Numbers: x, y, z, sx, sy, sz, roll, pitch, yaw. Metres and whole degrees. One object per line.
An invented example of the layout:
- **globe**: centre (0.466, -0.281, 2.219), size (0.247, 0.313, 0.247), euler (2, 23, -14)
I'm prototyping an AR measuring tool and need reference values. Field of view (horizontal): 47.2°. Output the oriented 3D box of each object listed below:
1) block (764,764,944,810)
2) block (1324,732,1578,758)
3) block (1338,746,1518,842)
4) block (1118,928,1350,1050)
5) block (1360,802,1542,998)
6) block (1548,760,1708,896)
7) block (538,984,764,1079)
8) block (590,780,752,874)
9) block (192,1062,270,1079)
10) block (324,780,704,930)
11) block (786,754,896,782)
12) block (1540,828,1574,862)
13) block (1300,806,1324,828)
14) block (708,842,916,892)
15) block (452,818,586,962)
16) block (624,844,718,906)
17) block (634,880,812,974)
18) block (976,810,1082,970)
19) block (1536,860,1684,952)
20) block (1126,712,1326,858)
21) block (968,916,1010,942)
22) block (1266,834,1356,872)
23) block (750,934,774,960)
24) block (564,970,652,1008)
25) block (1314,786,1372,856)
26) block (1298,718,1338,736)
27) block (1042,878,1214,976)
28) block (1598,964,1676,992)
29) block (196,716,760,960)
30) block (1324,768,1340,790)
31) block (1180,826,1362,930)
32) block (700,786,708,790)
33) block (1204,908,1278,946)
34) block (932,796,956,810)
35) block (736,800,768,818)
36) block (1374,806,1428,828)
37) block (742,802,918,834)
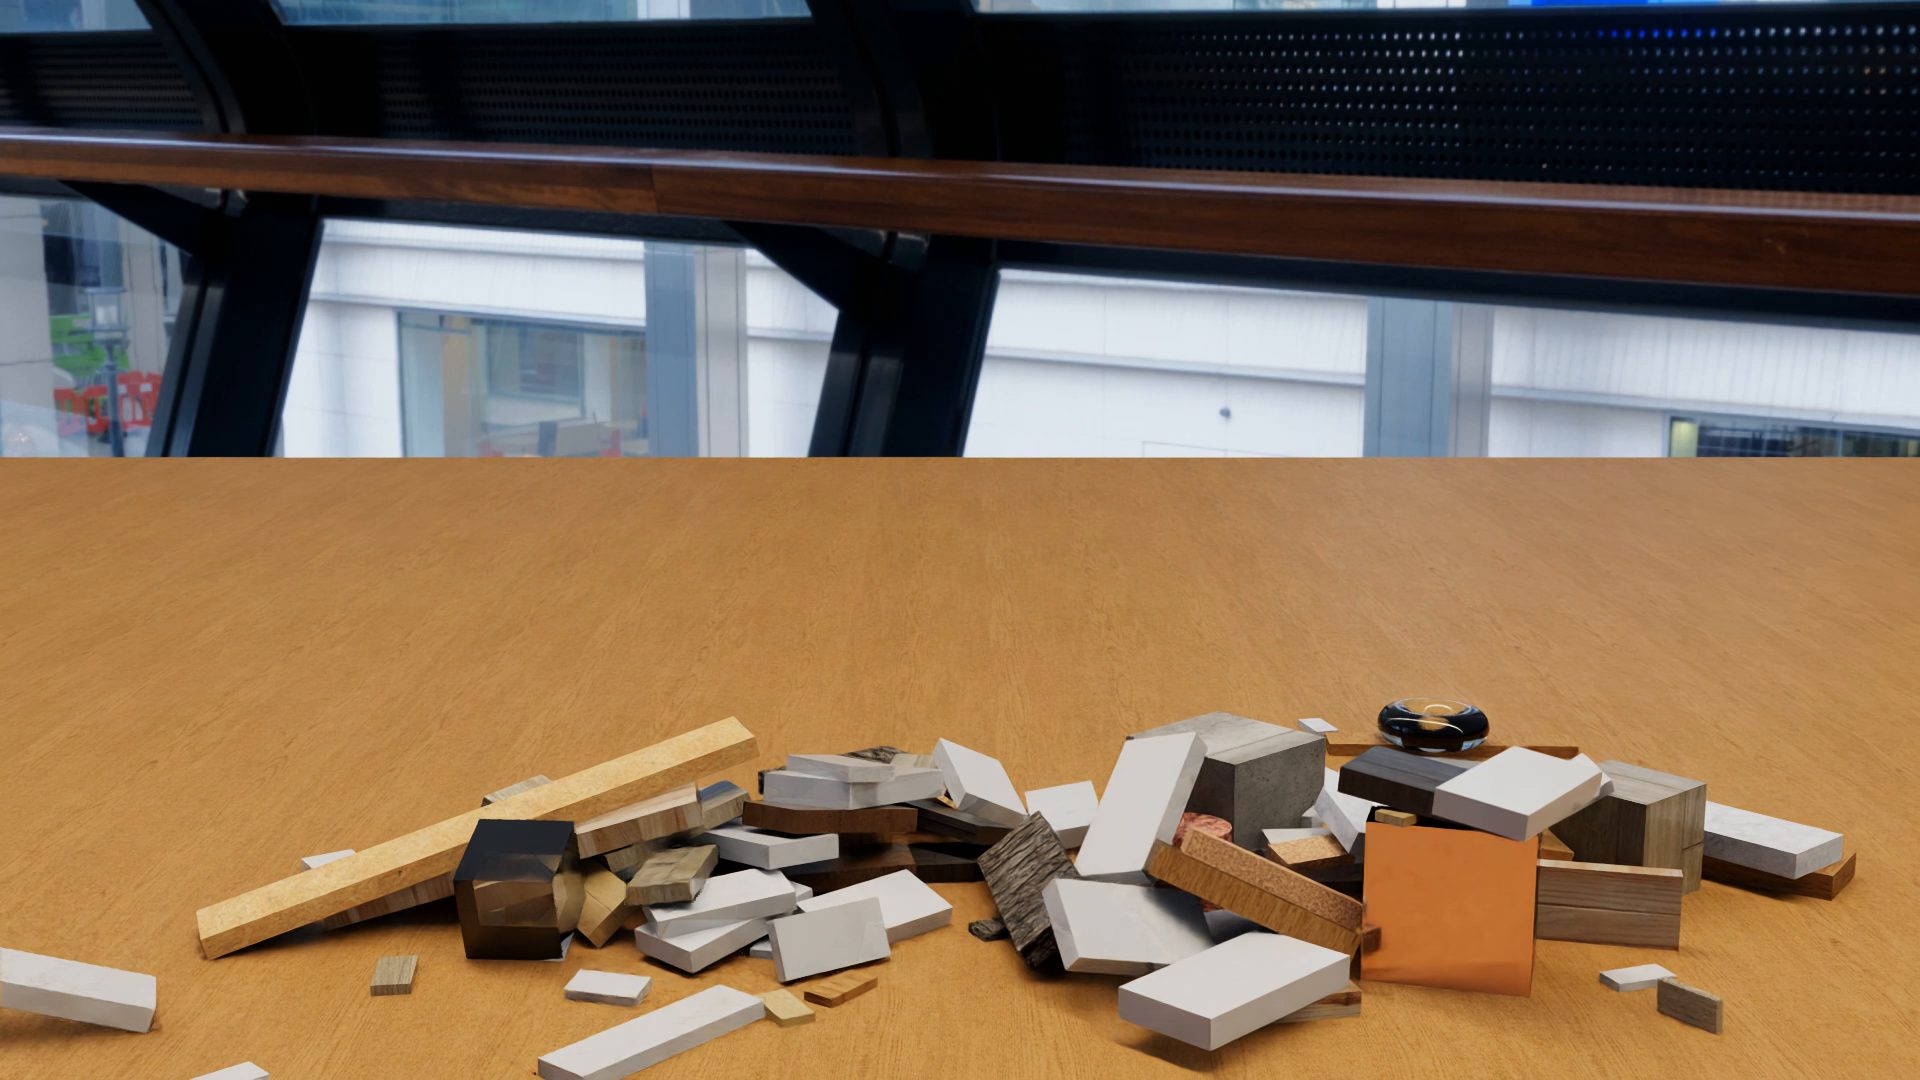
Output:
- **block**: centre (-0.176, 0.416, 3.737), size (0.162, 0.046, 0.340), euler (3, -1, 26)
- **block**: centre (1.005, 0.421, 4.511), size (0.501, 0.025, 0.089), euler (0, 11, 2)
- **block**: centre (0.723, 0.376, 3.283), size (0.280, 0.040, 0.140), euler (13, 16, 31)
- **block**: centre (0.391, 0.632, 3.113), size (0.162, 0.046, 0.323), euler (10, 15, 43)
- **block**: centre (0.753, 0.523, 3.355), size (0.247, 0.247, 0.247), euler (3, 11, 16)
- **block**: centre (1.114, 0.493, 3.685), size (0.184, 0.184, 0.184), euler (-9, 14, -40)
- **block**: centre (-0.424, 0.690, 3.057), size (0.092, 0.026, 0.339), euler (9, 14, 39)
- **block**: centre (-0.477, 0.470, 3.620), size (0.258, 0.031, 0.109), euler (-23, 15, -23)
- **block**: centre (-0.980, 0.723, 2.910), size (0.115, 0.016, 0.058), euler (-10, 15, -44)
- **block**: centre (-0.723, 0.499, 3.576), size (0.613, 0.042, 0.149), euler (-15, 17, -5)
- **block**: centre (-0.199, 0.377, 3.641), size (0.092, 0.026, 0.184), euler (4, -1, -38)
- **block**: centre (0.846, 0.477, 3.618), size (0.311, 0.041, 0.143), euler (11, 20, -28)
- **block**: centre (0.592, 0.518, 3.702), size (0.018, 0.129, 0.064), euler (6, 12, 27)
- **block**: centre (-0.290, 0.551, 3.636), size (0.422, 0.033, 0.117), euler (-4, 11, -9)
- **block**: centre (-0.679, 0.541, 3.403), size (0.152, 0.152, 0.152), euler (1, 30, 5)
- **block**: centre (-0.450, 0.524, 3.447), size (0.101, 0.029, 0.202), euler (-6, 8, 7)
- **block**: centre (-0.365, 0.590, 3.424), size (0.128, 0.036, 0.256), euler (12, 23, 40)
- **block**: centre (0.121, 0.549, 3.501), size (0.134, 0.038, 0.447), euler (-38, 12, 0)
- **block**: centre (0.996, 0.570, 3.446), size (0.254, 0.121, 0.034), euler (3, 11, 14)
- **block**: centre (0.452, 0.452, 3.760), size (0.239, 0.239, 0.239), euler (-10, 14, -42)
- **block**: centre (0.072, 0.614, 3.494), size (0.105, 0.015, 0.053), euler (-6, 11, -28)
- **block**: centre (0.567, 0.506, 3.549), size (0.129, 0.018, 0.064), euler (-5, 24, -24)
- **block**: centre (-0.277, 0.623, 3.453), size (0.051, 0.015, 0.162), euler (3, 11, 15)
- **block**: centre (-0.517, 0.659, 3.231), size (0.115, 0.016, 0.058), euler (3, 20, 16)
- **block**: centre (0.737, 0.484, 3.608), size (0.286, 0.041, 0.143), euler (14, 19, -21)
- **block**: centre (0.760, 0.398, 4.663), size (0.050, 0.014, 0.100), euler (-3, 11, -14)
- **block**: centre (0.255, 0.576, 3.251), size (0.266, 0.038, 0.133), euler (11, 45, -32)
- **block**: centre (1.012, 0.654, 3.284), size (0.101, 0.014, 0.050), euler (-4, 11, -19)
- **block**: centre (-0.770, 0.473, 3.562), size (0.912, 0.036, 0.128), euler (-19, 18, -17)
- **block**: centre (0.690, 0.467, 4.260), size (0.092, 0.026, 0.298), euler (-5, 12, -26)
- **block**: centre (0.480, 0.520, 3.395), size (0.280, 0.040, 0.140), euler (24, -3, 5)
- **block**: centre (-0.571, 0.504, 3.883), size (0.298, 0.042, 0.149), euler (-11, 12, -7)
- **block**: centre (0.435, 0.615, 3.442), size (0.241, 0.034, 0.121), euler (-5, 12, -26)
- **block**: centre (-0.007, 0.498, 3.918), size (0.103, 0.051, 0.015), euler (30, 35, 19)
- **block**: centre (-0.363, 0.491, 3.941), size (0.117, 0.033, 0.234), euler (-6, -2, -11)
- **block**: centre (0.669, 0.405, 3.273), size (0.101, 0.014, 0.050), euler (-10, 14, -42)
- **block**: centre (-0.213, 0.456, 3.623), size (0.265, 0.038, 0.133), euler (6, -3, -44)
